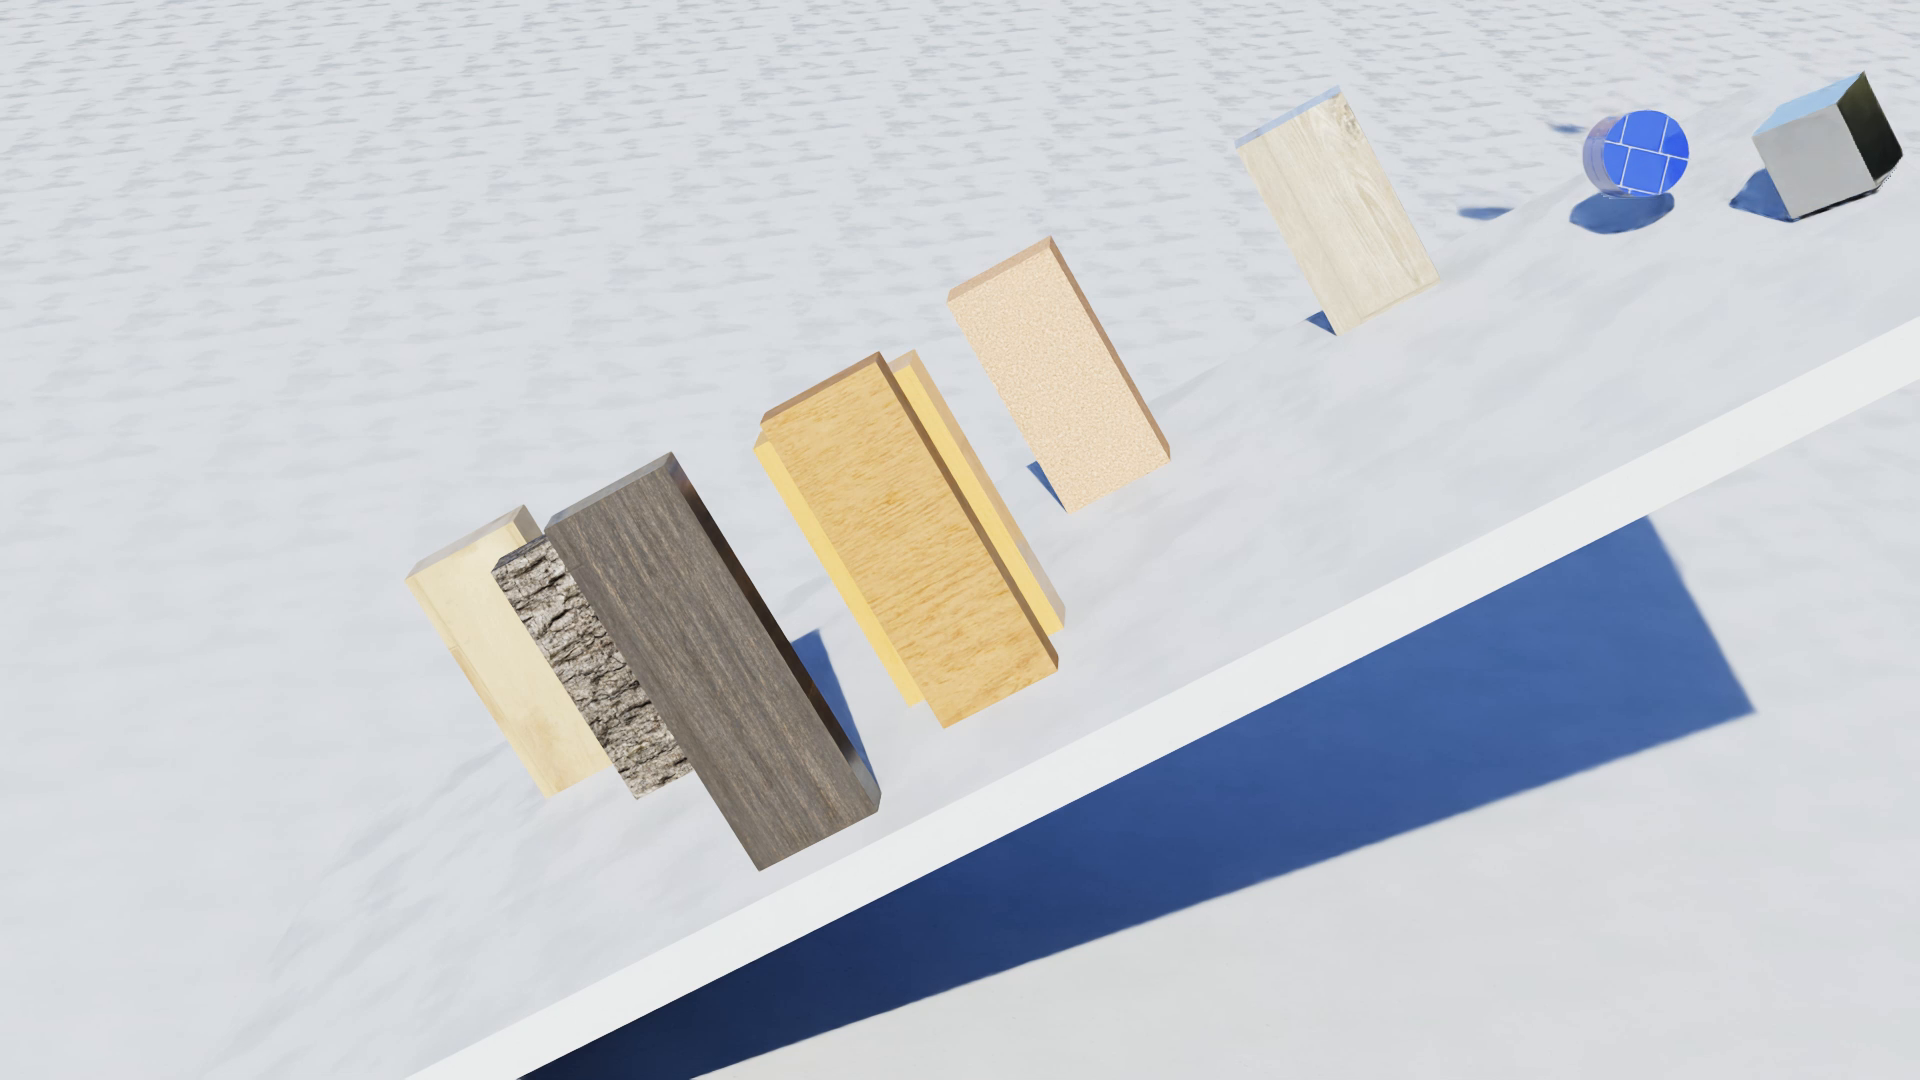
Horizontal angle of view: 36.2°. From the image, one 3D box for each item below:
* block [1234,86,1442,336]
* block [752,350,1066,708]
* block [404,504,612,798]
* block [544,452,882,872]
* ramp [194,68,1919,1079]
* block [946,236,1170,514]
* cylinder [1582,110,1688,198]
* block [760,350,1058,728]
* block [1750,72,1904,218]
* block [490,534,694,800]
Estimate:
[{"bbox_3d":[0.866,-0.753,6.737,0.267,0.498,0.102,-28,15,11],"label":"block"},{"bbox_3d":[-0.097,-0.021,5.932,0.361,0.623,0.126,-28,15,11],"label":"block"},{"bbox_3d":[-0.979,0.259,6.779,0.295,0.610,0.131,-28,15,11],"label":"block"},{"bbox_3d":[-0.455,0.232,5.486,0.261,0.774,0.091,-28,15,11],"label":"block"},{"bbox_3d":[0.142,0.167,6.283,4.000,0.100,2.000,-28,15,11],"label":"ramp"},{"bbox_3d":[0.224,-0.368,6.597,0.260,0.559,0.125,-28,15,11],"label":"block"},{"bbox_3d":[1.414,-0.808,6.164,0.179,0.179,0.179,0,5,-1],"label":"cylinder"},{"bbox_3d":[-0.093,0.005,5.670,0.255,0.705,0.084,-28,15,11],"label":"block"},{"bbox_3d":[1.693,-0.770,5.739,0.183,0.183,0.183,-20,14,41],"label":"block"},{"bbox_3d":[-0.677,0.212,6.357,0.402,0.598,0.101,-28,15,11],"label":"block"}]
